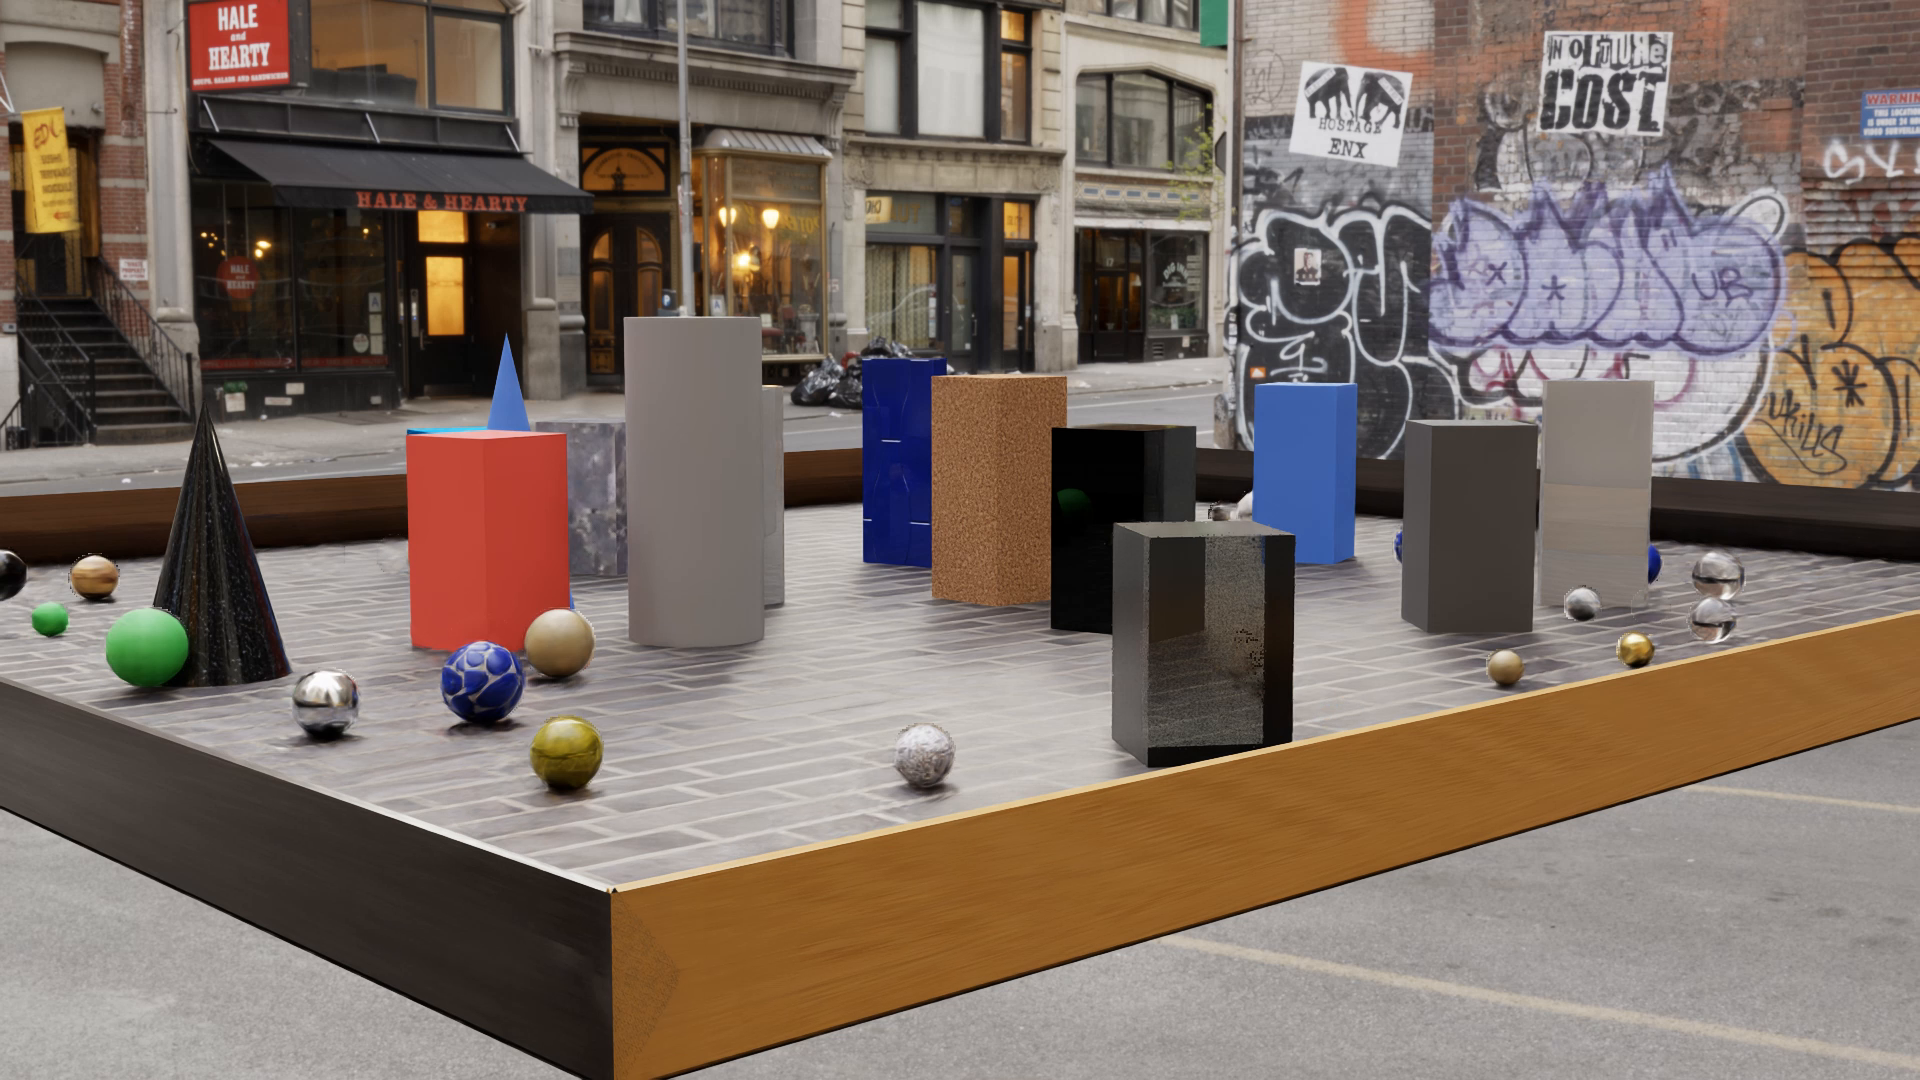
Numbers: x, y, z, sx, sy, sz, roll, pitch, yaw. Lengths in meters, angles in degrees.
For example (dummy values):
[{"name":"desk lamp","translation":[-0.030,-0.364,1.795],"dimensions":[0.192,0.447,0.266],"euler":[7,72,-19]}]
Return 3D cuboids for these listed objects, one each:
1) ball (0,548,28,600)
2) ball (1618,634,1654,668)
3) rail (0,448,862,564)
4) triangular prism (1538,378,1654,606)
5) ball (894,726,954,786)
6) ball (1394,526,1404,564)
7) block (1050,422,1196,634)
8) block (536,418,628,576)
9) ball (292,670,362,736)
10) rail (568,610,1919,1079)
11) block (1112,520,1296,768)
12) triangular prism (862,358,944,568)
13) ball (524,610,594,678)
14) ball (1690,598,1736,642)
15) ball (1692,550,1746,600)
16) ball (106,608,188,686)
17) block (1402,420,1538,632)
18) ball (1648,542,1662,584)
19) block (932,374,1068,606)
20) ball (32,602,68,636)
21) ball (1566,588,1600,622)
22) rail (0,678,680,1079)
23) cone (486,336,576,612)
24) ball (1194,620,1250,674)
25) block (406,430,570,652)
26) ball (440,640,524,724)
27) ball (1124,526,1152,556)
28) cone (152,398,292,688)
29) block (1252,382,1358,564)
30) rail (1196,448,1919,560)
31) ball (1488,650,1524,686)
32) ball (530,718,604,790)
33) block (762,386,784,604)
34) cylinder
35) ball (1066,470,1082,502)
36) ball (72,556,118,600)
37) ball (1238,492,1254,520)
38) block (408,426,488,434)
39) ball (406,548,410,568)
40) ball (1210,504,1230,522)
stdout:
[{"name":"ball","translation":[-1.451,0.052,3.319],"dimensions":[0.080,0.080,0.080],"euler":[0,6,0]},{"name":"ball","translation":[0.834,0.136,2.710],"dimensions":[0.042,0.042,0.042],"euler":[0,6,0]},{"name":"rail","translation":[-0.944,-0.078,4.350],"dimensions":[3.145,0.118,0.045],"euler":[-6,8,-42]},{"name":"triangular prism","translation":[0.948,-0.076,3.319],"dimensions":[0.157,0.334,0.136],"euler":[1,6,7]},{"name":"ball","translation":[-0.033,0.200,2.041],"dimensions":[0.057,0.057,0.057],"euler":[0,6,0]},{"name":"ball","translation":[0.769,0.010,3.662],"dimensions":[0.090,0.090,0.090],"euler":[0,6,0]},{"name":"block","translation":[0.226,-0.018,3.041],"dimensions":[0.145,0.278,0.145],"euler":[4,7,34]},{"name":"block","translation":[-0.615,-0.076,3.717],"dimensions":[0.145,0.251,0.145],"euler":[2,6,18]},{"name":"ball","translation":[-0.656,0.169,2.275],"dimensions":[0.070,0.070,0.070],"euler":[0,6,0]},{"name":"rail","translation":[0.944,0.139,2.315],"dimensions":[3.145,0.118,0.045],"euler":[-6,8,-42]},{"name":"block","translation":[0.240,0.100,2.196],"dimensions":[0.145,0.224,0.145],"euler":[-1,6,-10]},{"name":"triangular prism","translation":[-0.066,-0.139,3.823],"dimensions":[0.157,0.353,0.136],"euler":[4,7,34]},{"name":"ball","translation":[-0.480,0.124,2.635],"dimensions":[0.082,0.082,0.082],"euler":[0,6,0]},{"name":"ball","translation":[0.996,0.106,2.909],"dimensions":[0.060,0.060,0.060],"euler":[0,6,0]},{"name":"ball","translation":[1.146,0.054,3.322],"dimensions":[0.075,0.075,0.075],"euler":[0,6,0]},{"name":"ball","translation":[-0.939,0.124,2.540],"dimensions":[0.091,0.091,0.091],"euler":[0,6,0]},{"name":"block","translation":[0.707,-0.022,3.060],"dimensions":[0.145,0.283,0.145],"euler":[0,6,-3]},{"name":"ball","translation":[1.069,0.037,3.476],"dimensions":[0.077,0.077,0.077],"euler":[0,6,0]},{"name":"block","translation":[0.059,-0.080,3.344],"dimensions":[0.145,0.337,0.145],"euler":[-6,8,-42]},{"name":"ball","translation":[-1.226,0.107,2.962],"dimensions":[0.047,0.047,0.047],"euler":[0,6,0]},{"name":"ball","translation":[0.880,0.092,3.106],"dimensions":[0.047,0.047,0.047],"euler":[0,6,0]},{"name":"rail","translation":[-1.138,0.142,2.288],"dimensions":[0.045,0.118,2.831],"euler":[-6,8,-42]},{"name":"cone","translation":[-0.641,-0.092,3.131],"dimensions":[0.182,0.406,0.182],"euler":[0,6,0]},{"name":"ball","translation":[0.317,0.130,2.660],"dimensions":[0.065,0.065,0.065],"euler":[0,6,0]},{"name":"block","translation":[-0.619,-0.001,2.889],"dimensions":[0.145,0.276,0.145],"euler":[4,7,35]},{"name":"ball","translation":[-0.510,0.152,2.350],"dimensions":[0.088,0.088,0.088],"euler":[0,6,0]},{"name":"ball","translation":[0.318,0.001,3.924],"dimensions":[0.053,0.053,0.053],"euler":[0,6,0]},{"name":"cone","translation":[-0.903,-0.005,2.645],"dimensions":[0.182,0.337,0.182],"euler":[0,6,0]},{"name":"block","translation":[0.607,-0.121,3.870],"dimensions":[0.145,0.307,0.145],"euler":[3,7,24]},{"name":"rail","translation":[1.138,-0.081,4.377],"dimensions":[0.045,0.118,2.831],"euler":[-6,8,-42]},{"name":"ball","translation":[0.641,0.150,2.583],"dimensions":[0.041,0.041,0.041],"euler":[0,6,0]},{"name":"ball","translation":[-0.362,0.197,2.025],"dimensions":[0.067,0.067,0.067],"euler":[0,6,0]},{"name":"block","translation":[-0.366,-0.068,3.291],"dimensions":[0.145,0.325,0.145],"euler":[-6,8,-43]},{"name":"cylinder","translation":[-0.354,-0.083,2.940],"dimensions":[0.182,0.429,0.182],"euler":[0,6,0]},{"name":"ball","translation":[0.241,-0.123,5.005],"dimensions":[0.071,0.071,0.071],"euler":[0,6,0]},{"name":"ball","translation":[-1.311,0.057,3.331],"dimensions":[0.067,0.067,0.067],"euler":[0,6,0]},{"name":"ball","translation":[0.589,-0.057,4.356],"dimensions":[0.079,0.079,0.079],"euler":[0,6,0]},{"name":"block","translation":[-0.848,-0.072,3.757],"dimensions":[0.145,0.233,0.145],"euler":[-4,7,-31]},{"name":"ball","translation":[-0.881,0.026,3.620],"dimensions":[0.063,0.063,0.063],"euler":[0,6,0]},{"name":"ball","translation":[0.532,-0.053,4.485],"dimensions":[0.041,0.041,0.041],"euler":[0,6,0]}]
